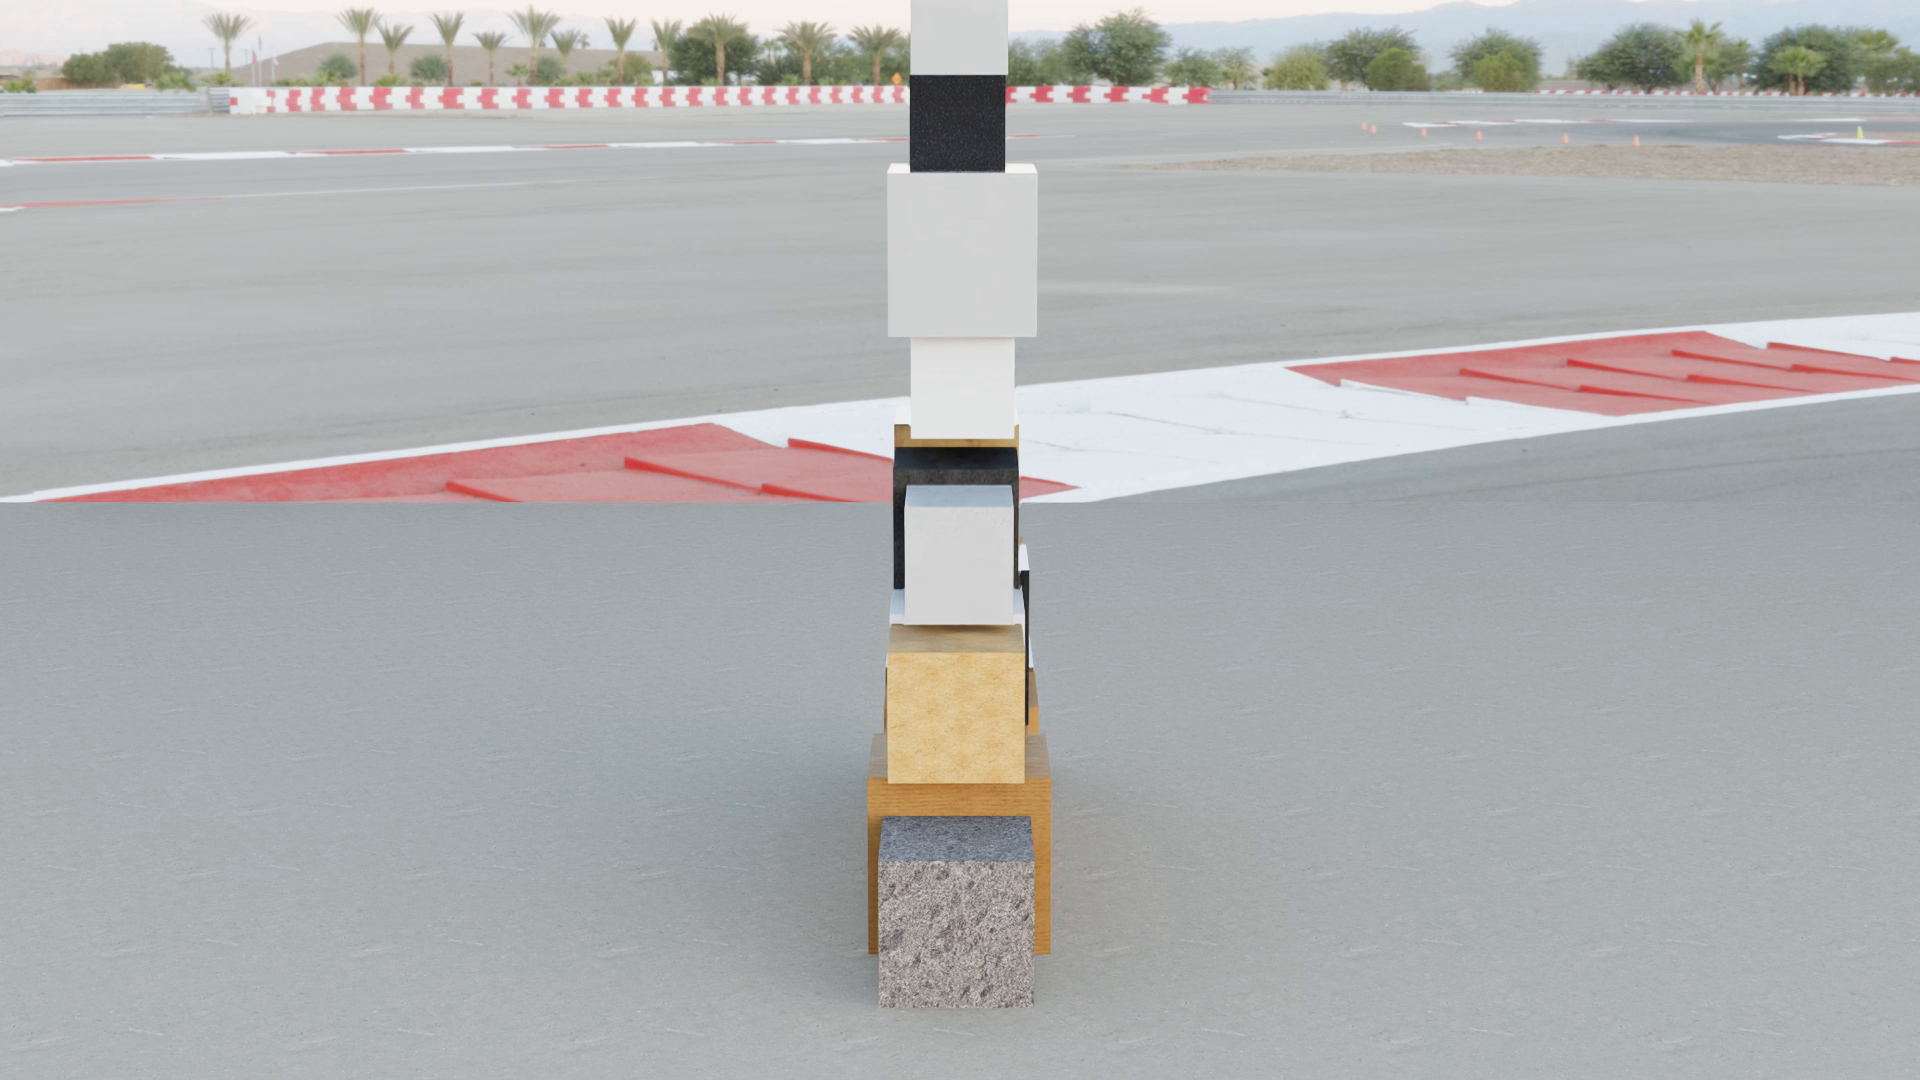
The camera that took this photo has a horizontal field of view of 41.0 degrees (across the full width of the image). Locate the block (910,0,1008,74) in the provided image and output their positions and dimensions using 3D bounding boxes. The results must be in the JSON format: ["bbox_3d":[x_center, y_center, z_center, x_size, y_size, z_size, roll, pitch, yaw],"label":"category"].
[{"bbox_3d":[-0.003,-2.149,10.744,0.402,0.384,0.397,0,12,0],"label":"block"}]

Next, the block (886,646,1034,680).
[{"bbox_3d":[-0.003,0.891,12.736,0.713,0.691,0.678,0,10,0],"label":"block"}]

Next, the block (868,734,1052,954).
[{"bbox_3d":[-0.003,1.249,10.647,0.735,0.734,0.705,0,10,0],"label":"block"}]

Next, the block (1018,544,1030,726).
[{"bbox_3d":[0.009,0.420,11.556,0.588,0.698,0.605,0,10,0],"label":"block"}]

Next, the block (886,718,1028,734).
[{"bbox_3d":[-0.015,1.175,11.351,0.633,0.627,0.687,0,10,0],"label":"block"}]

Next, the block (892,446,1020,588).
[{"bbox_3d":[-0.017,-0.101,11.057,0.529,0.517,0.484,0,14,0],"label":"block"}]

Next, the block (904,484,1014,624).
[{"bbox_3d":[-0.004,0.056,10.600,0.439,0.488,0.467,0,12,0],"label":"block"}]

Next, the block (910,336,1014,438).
[{"bbox_3d":[0.011,-0.694,11.046,0.436,0.448,0.445,0,12,0],"label":"block"}]

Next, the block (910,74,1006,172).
[{"bbox_3d":[-0.010,-1.768,10.823,0.397,0.395,0.447,0,12,0],"label":"block"}]

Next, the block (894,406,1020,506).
[{"bbox_3d":[-0.014,-0.262,11.625,0.550,0.619,0.641,0,10,0],"label":"block"}]

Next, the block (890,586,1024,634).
[{"bbox_3d":[-0.012,0.531,10.951,0.560,0.569,0.606,0,10,0],"label":"block"}]

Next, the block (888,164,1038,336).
[{"bbox_3d":[0.010,-1.244,10.932,0.619,0.676,0.670,0,12,0],"label":"block"}]

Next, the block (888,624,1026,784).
[{"bbox_3d":[-0.015,0.655,10.380,0.541,0.530,0.541,0,10,0],"label":"block"}]

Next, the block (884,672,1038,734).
[{"bbox_3d":[0.006,1.026,12.045,0.704,0.671,0.712,0,10,0],"label":"block"}]

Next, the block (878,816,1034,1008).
[{"bbox_3d":[-0.013,1.442,10.009,0.590,0.581,0.600,0,10,0],"label":"block"}]

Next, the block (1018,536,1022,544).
[{"bbox_3d":[0.008,0.336,12.142,0.580,0.619,0.567,0,11,0],"label":"block"}]
